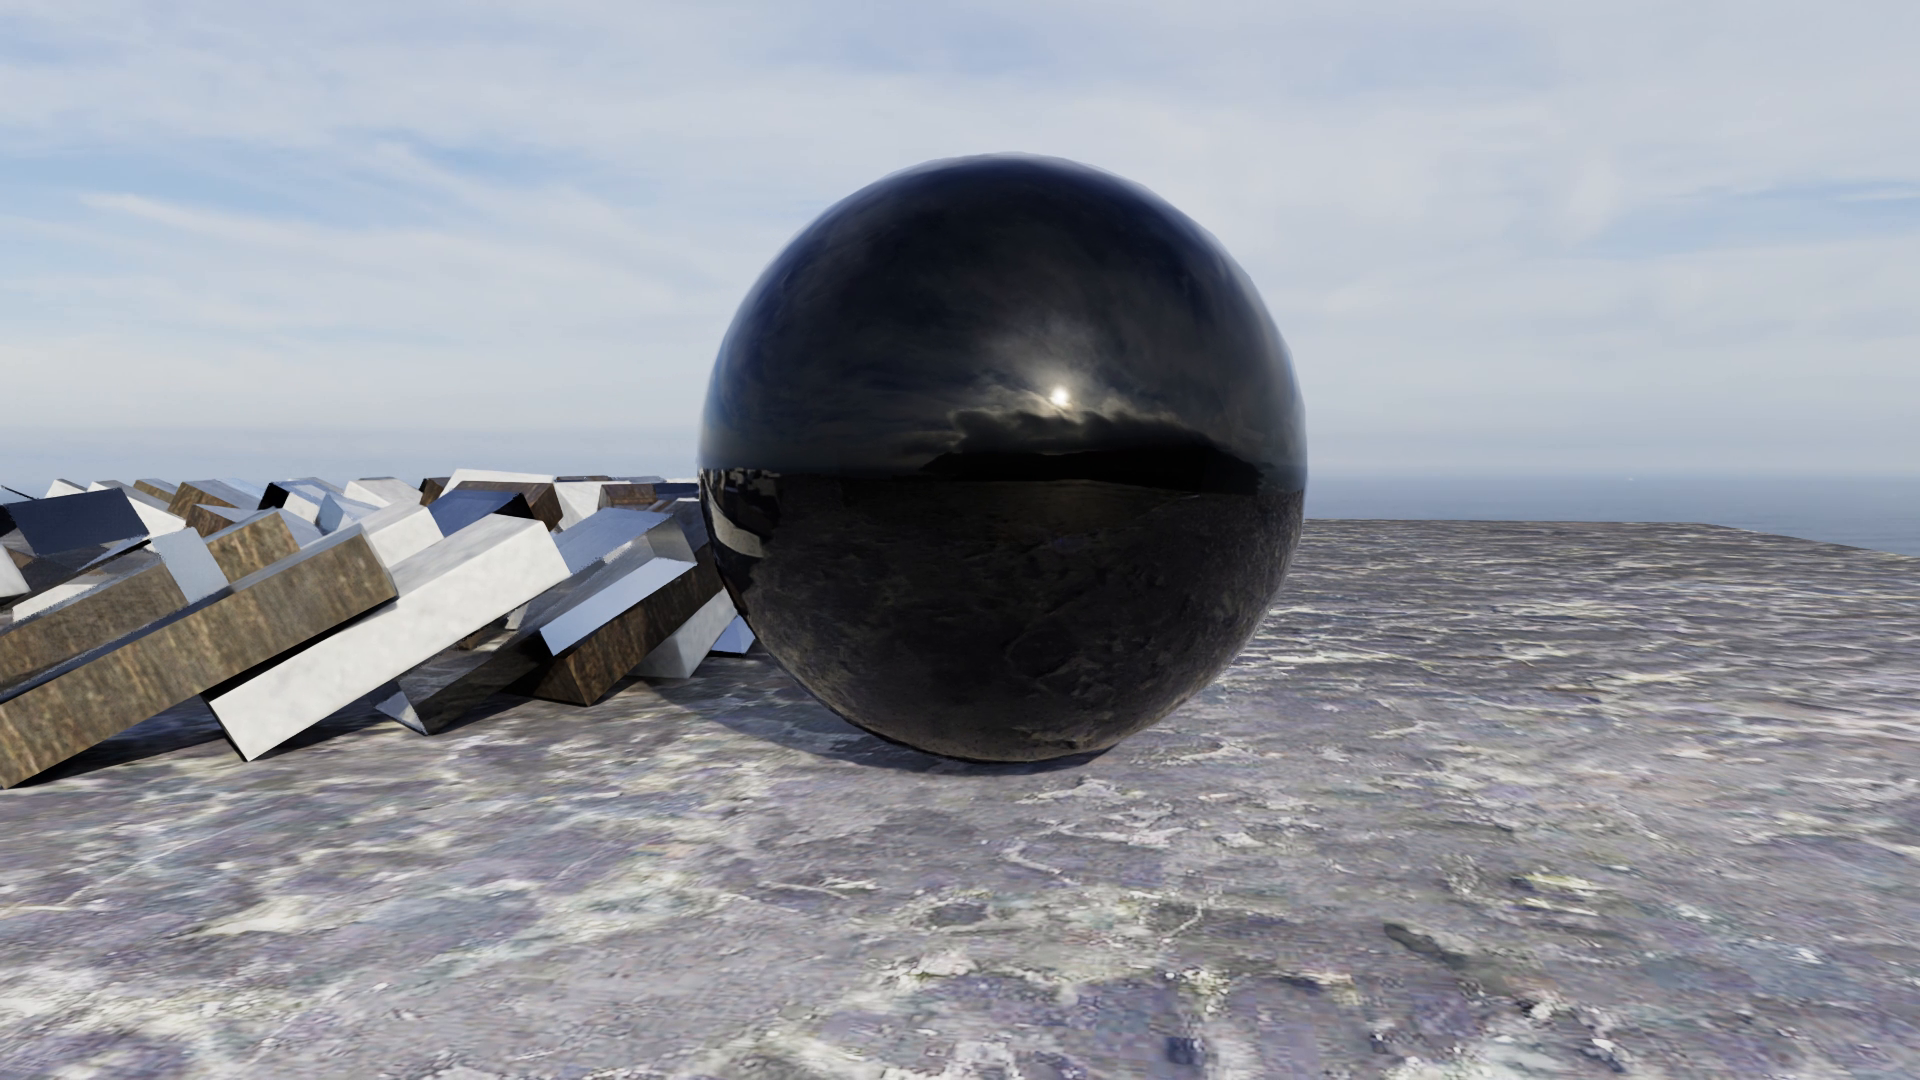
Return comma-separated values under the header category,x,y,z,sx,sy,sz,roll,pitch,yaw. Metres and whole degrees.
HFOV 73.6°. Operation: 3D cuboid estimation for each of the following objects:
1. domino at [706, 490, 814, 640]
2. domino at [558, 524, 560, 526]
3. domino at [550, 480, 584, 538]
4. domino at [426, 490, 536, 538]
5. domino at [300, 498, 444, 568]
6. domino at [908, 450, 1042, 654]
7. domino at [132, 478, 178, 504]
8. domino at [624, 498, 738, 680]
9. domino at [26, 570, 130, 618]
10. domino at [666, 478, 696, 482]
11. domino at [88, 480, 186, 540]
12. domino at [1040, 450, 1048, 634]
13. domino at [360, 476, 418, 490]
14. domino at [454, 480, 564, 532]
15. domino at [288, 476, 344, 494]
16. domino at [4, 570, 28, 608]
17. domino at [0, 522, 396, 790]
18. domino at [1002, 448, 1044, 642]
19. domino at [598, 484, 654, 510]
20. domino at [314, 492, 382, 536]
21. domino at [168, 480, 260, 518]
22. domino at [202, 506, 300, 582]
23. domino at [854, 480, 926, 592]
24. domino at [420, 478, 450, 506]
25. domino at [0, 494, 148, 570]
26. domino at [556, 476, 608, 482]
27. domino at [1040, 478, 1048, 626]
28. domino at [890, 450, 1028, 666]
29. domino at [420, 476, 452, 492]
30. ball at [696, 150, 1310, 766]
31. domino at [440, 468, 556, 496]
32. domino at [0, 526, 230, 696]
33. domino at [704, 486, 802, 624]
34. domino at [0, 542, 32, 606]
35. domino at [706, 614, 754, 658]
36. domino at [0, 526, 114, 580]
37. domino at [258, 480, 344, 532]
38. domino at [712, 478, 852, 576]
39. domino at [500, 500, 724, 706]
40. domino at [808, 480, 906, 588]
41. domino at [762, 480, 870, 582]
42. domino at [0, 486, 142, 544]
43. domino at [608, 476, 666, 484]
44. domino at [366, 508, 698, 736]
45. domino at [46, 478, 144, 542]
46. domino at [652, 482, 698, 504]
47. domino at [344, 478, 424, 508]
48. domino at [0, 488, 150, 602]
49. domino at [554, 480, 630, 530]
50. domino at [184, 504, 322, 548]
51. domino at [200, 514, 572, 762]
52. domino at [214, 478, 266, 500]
category,x,y,z,sx,sy,sz,roll,pitch,yaw
domino,-0.051,0.005,0.299,0.025,0.010,0.050,1,31,4
domino,-0.145,-0.008,0.467,0.050,0.010,0.025,28,10,11
domino,-0.115,-0.002,0.391,0.025,0.009,0.050,-4,33,-46
domino,-0.116,0.006,0.269,0.025,0.009,0.050,3,34,34
domino,-0.126,0.009,0.245,0.050,0.009,0.025,-32,22,-26
domino,0.004,0.001,0.274,0.025,0.009,0.050,1,47,5
domino,-0.256,-0.006,0.442,0.050,0.010,0.025,26,-5,-19
domino,-0.055,0.008,0.254,0.025,0.010,0.050,1,31,18
domino,-0.202,0.014,0.325,0.050,0.010,0.025,-1,4,-7
domino,-0.079,-0.006,0.445,0.050,0.009,0.025,35,24,33
domino,-0.230,-0.002,0.380,0.050,0.010,0.025,28,-6,-20
domino,0.008,-0.001,0.302,0.025,0.010,0.050,0,47,3
domino,-0.191,-0.008,0.465,0.050,0.010,0.025,26,4,-2
domino,-0.115,0.004,0.293,0.025,0.010,0.050,2,35,15
domino,-0.213,-0.007,0.459,0.050,0.010,0.025,26,1,-9
domino,-0.266,0.003,0.319,0.025,0.009,0.050,2,-23,26
domino,-0.105,0.014,0.177,0.050,0.010,0.025,-30,16,-20
domino,0.005,0.000,0.288,0.025,0.009,0.050,-1,47,2
domino,-0.082,0.000,0.361,0.025,0.010,0.050,-3,32,-34
domino,-0.149,0.003,0.336,0.025,0.010,0.050,21,5,-43
domino,-0.209,-0.002,0.390,0.050,0.010,0.025,27,-1,-12
domino,-0.147,0.010,0.233,0.050,0.010,0.025,-31,18,-24
domino,-0.011,-0.002,0.384,0.025,0.009,0.050,-2,32,-26
domino,-0.140,-0.003,0.398,0.050,0.010,0.025,32,16,19
domino,-0.292,-0.004,0.411,0.025,0.010,0.050,5,-20,48
domino,-0.121,-0.008,0.464,0.050,0.010,0.025,30,16,21
domino,0.009,0.002,0.320,0.025,0.009,0.050,0,35,3
domino,0.001,0.003,0.260,0.025,0.009,0.050,0,47,4
domino,-0.169,-0.008,0.466,0.050,0.010,0.025,26,5,0
ball,0.005,-0.010,0.172,0.080,0.080,0.080,0,4,0
domino,-0.119,0.001,0.317,0.025,0.010,0.050,4,36,-1
domino,-0.124,0.015,0.165,0.050,0.009,0.025,-29,13,-15
domino,-0.054,0.003,0.321,0.025,0.010,0.050,0,31,-2
domino,-0.145,0.015,0.155,0.050,0.010,0.025,-28,7,-4
domino,-0.051,0.006,0.276,0.025,0.010,0.050,1,31,12
domino,-0.258,0.001,0.341,0.025,0.010,0.050,4,-22,39
domino,-0.186,-0.003,0.397,0.050,0.010,0.025,27,4,-1
domino,-0.060,-0.005,0.432,0.025,0.010,0.050,-5,32,-48
domino,-0.060,0.010,0.230,0.025,0.009,0.050,3,33,33
domino,-0.026,-0.003,0.401,0.025,0.009,0.050,-3,31,-35
domino,-0.042,-0.004,0.418,0.025,0.010,0.050,-4,31,-41
domino,-0.245,0.000,0.360,0.025,0.009,0.050,4,-21,46
domino,-0.100,-0.007,0.455,0.050,0.010,0.025,32,18,25
domino,-0.071,0.011,0.209,0.050,0.009,0.025,-36,26,-34
domino,-0.276,-0.005,0.428,0.050,0.009,0.025,28,-11,-29
domino,-0.066,0.001,0.343,0.025,0.009,0.050,-2,32,-21
domino,-0.163,-0.003,0.399,0.050,0.010,0.025,28,8,6
domino,-0.167,0.009,0.216,0.050,0.010,0.025,-30,5,9
domino,-0.098,-0.001,0.377,0.025,0.010,0.050,-4,33,-43
domino,-0.175,0.004,0.338,0.050,0.009,0.025,19,2,19
domino,-0.087,0.013,0.193,0.050,0.009,0.025,-34,23,-30
domino,-0.235,-0.007,0.452,0.050,0.010,0.025,26,-3,-14
